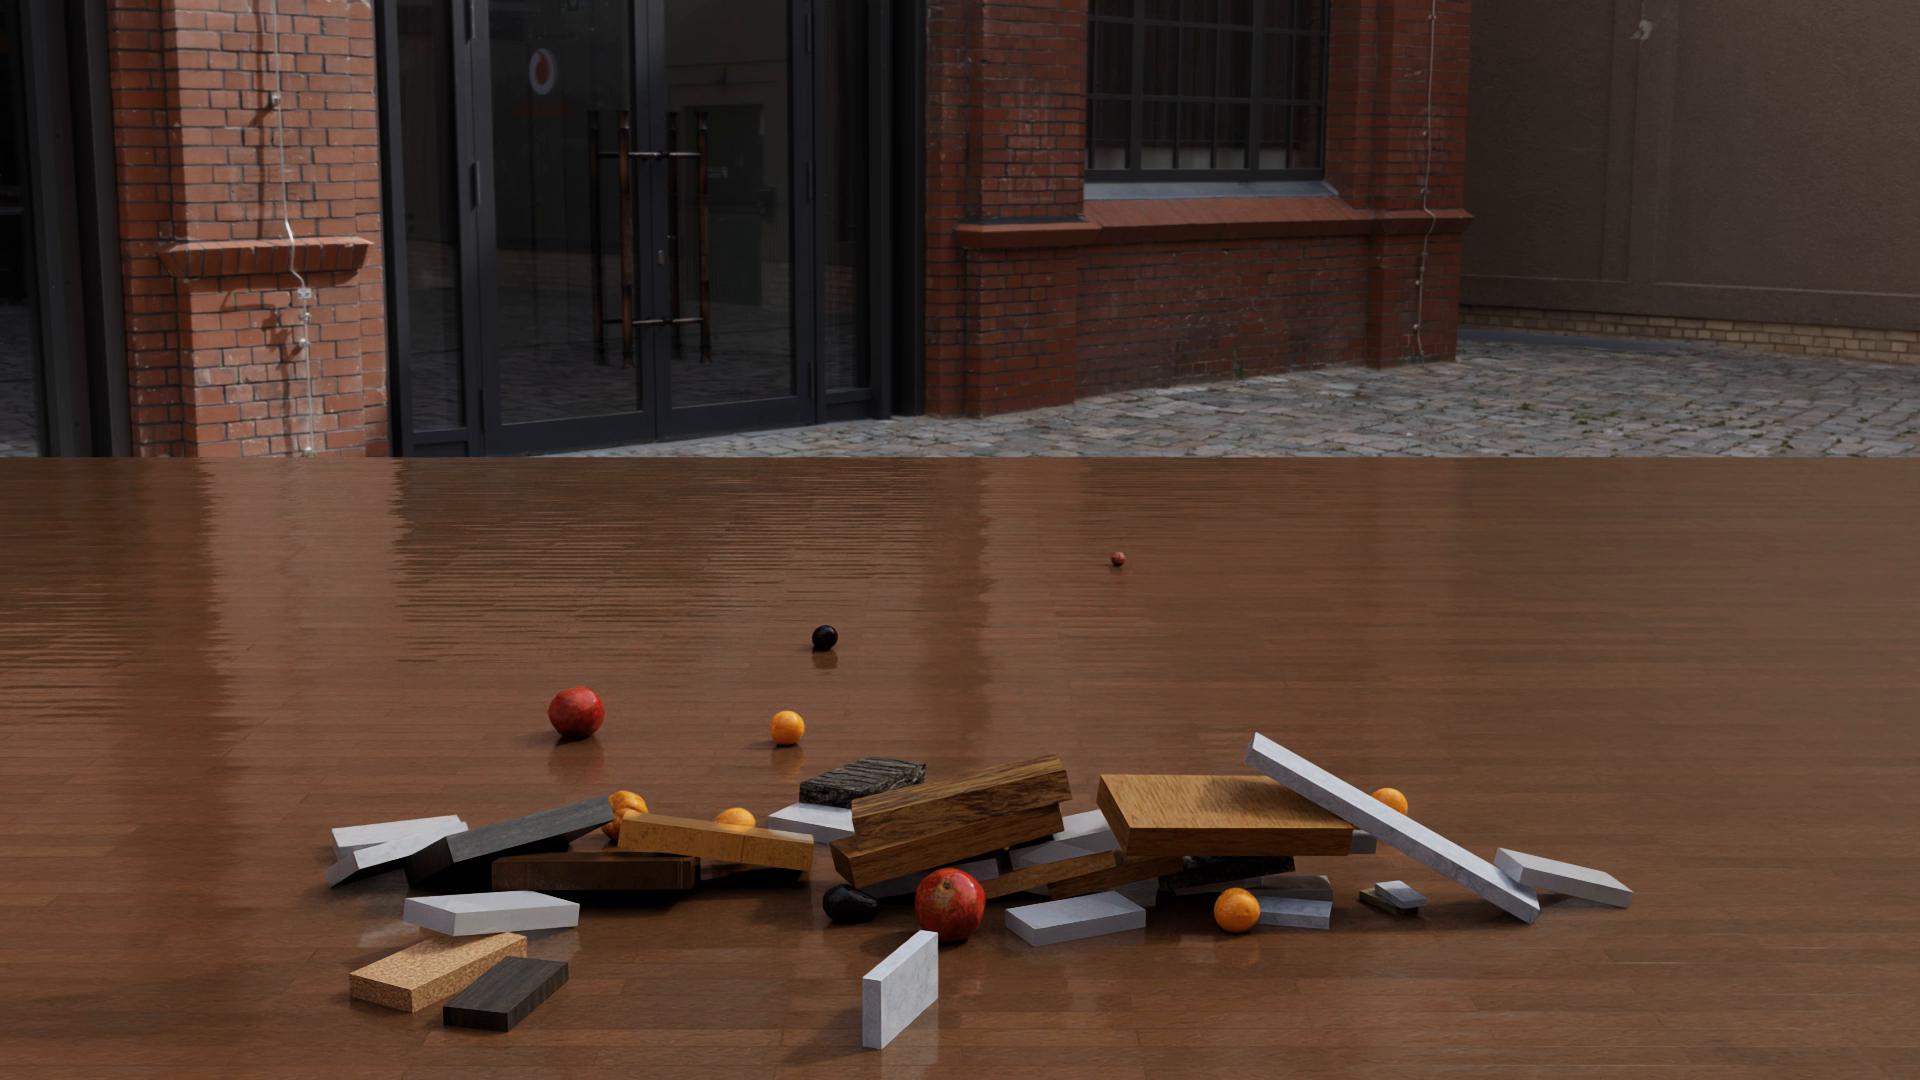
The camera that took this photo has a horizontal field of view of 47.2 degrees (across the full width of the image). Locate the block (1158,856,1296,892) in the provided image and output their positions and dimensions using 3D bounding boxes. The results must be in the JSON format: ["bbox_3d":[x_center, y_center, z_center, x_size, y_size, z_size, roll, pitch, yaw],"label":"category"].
[{"bbox_3d":[0.441,0.536,3.674,0.224,0.032,0.112,-10,10,5],"label":"block"}]

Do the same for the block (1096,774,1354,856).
[{"bbox_3d":[0.428,0.447,3.577,0.376,0.051,0.179,2,21,-13],"label":"block"}]

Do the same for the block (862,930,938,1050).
[{"bbox_3d":[-0.084,0.638,3.133,0.028,0.100,0.201,4,11,22],"label":"block"}]

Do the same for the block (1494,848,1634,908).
[{"bbox_3d":[0.993,0.557,3.624,0.202,0.029,0.101,14,8,-12],"label":"block"}]

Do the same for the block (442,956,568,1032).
[{"bbox_3d":[-0.661,0.661,3.209,0.100,0.028,0.201,3,11,15],"label":"block"}]

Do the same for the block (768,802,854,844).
[{"bbox_3d":[-0.225,0.516,3.980,0.220,0.031,0.110,6,12,30],"label":"block"}]

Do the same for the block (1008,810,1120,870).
[{"bbox_3d":[0.206,0.489,3.661,0.239,0.034,0.120,-13,10,10],"label":"block"}]

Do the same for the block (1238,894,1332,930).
[{"bbox_3d":[0.526,0.601,3.555,0.145,0.021,0.072,3,11,13],"label":"block"}]

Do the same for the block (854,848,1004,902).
[{"bbox_3d":[-0.050,0.548,3.671,0.239,0.034,0.120,-11,9,7],"label":"block"}]

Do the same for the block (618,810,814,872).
[{"bbox_3d":[-0.413,0.511,3.740,0.323,0.046,0.162,8,-3,-5],"label":"block"}]

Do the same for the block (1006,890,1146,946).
[{"bbox_3d":[0.185,0.604,3.515,0.201,0.028,0.100,-5,12,-25],"label":"block"}]

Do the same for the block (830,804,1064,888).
[{"bbox_3d":[-0.024,0.493,3.656,0.358,0.051,0.179,-14,4,-13],"label":"block"}]

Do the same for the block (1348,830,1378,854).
[{"bbox_3d":[0.566,0.488,3.659,0.224,0.032,0.112,2,12,-13],"label":"block"}]

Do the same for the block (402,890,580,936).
[{"bbox_3d":[-0.733,0.584,3.450,0.124,0.035,0.247,6,0,39],"label":"block"}]

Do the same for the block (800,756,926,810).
[{"bbox_3d":[-0.182,0.460,4.182,0.124,0.035,0.310,5,6,21],"label":"block"}]

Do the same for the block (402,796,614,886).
[{"bbox_3d":[-0.771,0.513,3.763,0.323,0.046,0.162,-10,-13,-44],"label":"block"}]

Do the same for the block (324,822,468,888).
[{"bbox_3d":[-0.955,0.535,3.739,0.220,0.031,0.110,-11,-15,-46],"label":"block"}]

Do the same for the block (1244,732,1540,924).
[{"bbox_3d":[0.703,0.468,3.589,0.523,0.029,0.101,29,14,4],"label":"block"}]

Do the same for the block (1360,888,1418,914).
[{"bbox_3d":[0.705,0.593,3.618,0.046,0.013,0.092,-6,12,-29],"label":"block"}]

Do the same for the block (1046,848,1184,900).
[{"bbox_3d":[0.259,0.544,3.671,0.224,0.032,0.112,-14,10,7],"label":"block"}]

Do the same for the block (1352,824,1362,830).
[{"bbox_3d":[0.656,0.470,3.672,0.092,0.013,0.046,0,12,-21],"label":"block"}]

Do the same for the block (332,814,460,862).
[{"bbox_3d":[-0.995,0.531,3.903,0.220,0.031,0.110,-4,11,-22],"label":"block"}]

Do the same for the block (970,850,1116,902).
[{"bbox_3d":[0.136,0.541,3.676,0.239,0.034,0.120,-15,10,1],"label":"block"}]

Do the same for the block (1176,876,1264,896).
[{"bbox_3d":[0.433,0.564,3.677,0.145,0.021,0.072,-9,10,11],"label":"block"}]

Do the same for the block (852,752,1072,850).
[{"bbox_3d":[-0.001,0.434,3.676,0.358,0.051,0.179,-13,4,-2],"label":"block"}]

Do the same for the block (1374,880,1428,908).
[{"bbox_3d":[0.723,0.582,3.608,0.046,0.013,0.092,-3,11,-17],"label":"block"}]

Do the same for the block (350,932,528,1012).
[{"bbox_3d":[-0.781,0.640,3.305,0.124,0.035,0.247,6,12,30],"label":"block"}]

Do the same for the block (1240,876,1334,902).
[{"bbox_3d":[0.543,0.580,3.664,0.145,0.021,0.072,0,11,1],"label":"block"}]

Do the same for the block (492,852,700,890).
[{"bbox_3d":[-0.602,0.550,3.661,0.323,0.046,0.162,0,-3,-1],"label":"block"}]
